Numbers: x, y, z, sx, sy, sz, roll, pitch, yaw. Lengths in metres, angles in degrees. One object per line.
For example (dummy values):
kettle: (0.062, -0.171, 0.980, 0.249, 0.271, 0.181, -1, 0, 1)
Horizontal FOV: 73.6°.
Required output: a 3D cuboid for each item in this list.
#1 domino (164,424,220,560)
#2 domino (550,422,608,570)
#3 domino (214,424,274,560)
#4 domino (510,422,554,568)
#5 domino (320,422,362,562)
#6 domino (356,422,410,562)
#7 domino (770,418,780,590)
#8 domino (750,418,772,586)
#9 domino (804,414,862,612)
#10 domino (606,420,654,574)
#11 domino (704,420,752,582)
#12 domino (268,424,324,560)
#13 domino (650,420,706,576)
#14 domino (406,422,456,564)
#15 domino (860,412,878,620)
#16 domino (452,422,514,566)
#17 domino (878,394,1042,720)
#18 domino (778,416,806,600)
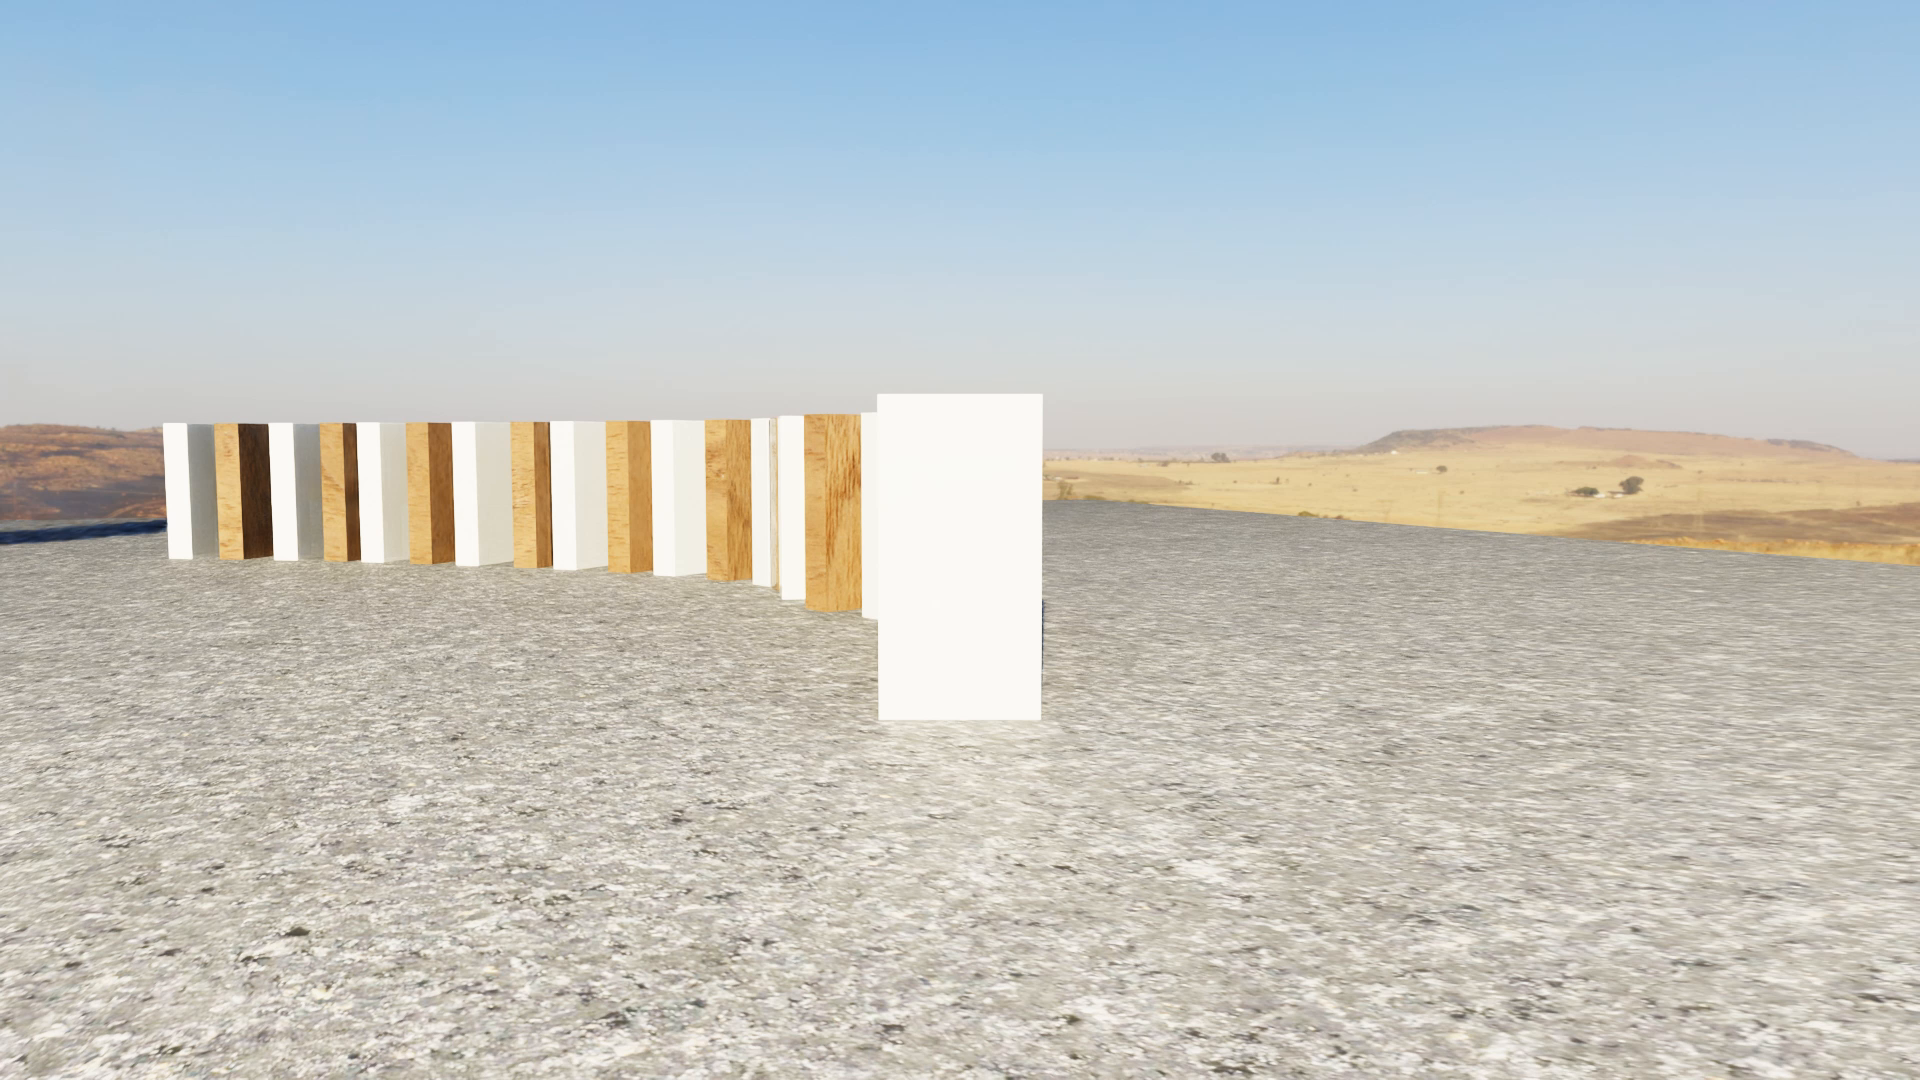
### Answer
domino: (-0.287, -0.019, 0.486, 0.009, 0.050, 0.025, 1, 4, 9)
domino: (-0.129, -0.016, 0.444, 0.010, 0.050, 0.025, 2, 5, 23)
domino: (-0.266, -0.019, 0.483, 0.010, 0.050, 0.025, 1, 4, 8)
domino: (-0.145, -0.016, 0.450, 0.010, 0.050, 0.025, 2, 5, 20)
domino: (-0.223, -0.018, 0.475, 0.009, 0.050, 0.025, 1, 4, 13)
domino: (-0.208, -0.018, 0.471, 0.009, 0.050, 0.025, 1, 4, 16)
domino: (-0.043, -0.011, 0.378, 0.025, 0.050, 0.010, -1, 5, -18)
domino: (-0.050, -0.012, 0.392, 0.025, 0.050, 0.009, -3, 6, -39)
domino: (-0.027, -0.008, 0.334, 0.025, 0.050, 0.009, -4, 6, -40)
domino: (-0.107, -0.015, 0.433, 0.009, 0.050, 0.025, 2, 5, 28)
domino: (-0.068, -0.013, 0.408, 0.010, 0.050, 0.025, 3, 5, 36)
domino: (-0.244, -0.018, 0.479, 0.009, 0.050, 0.025, 1, 4, 9)
domino: (-0.089, -0.014, 0.423, 0.009, 0.050, 0.025, 3, 5, 33)
domino: (-0.187, -0.017, 0.465, 0.009, 0.050, 0.025, 1, 5, 18)
domino: (-0.012, -0.006, 0.318, 0.025, 0.050, 0.009, -4, 6, -41)
domino: (-0.168, -0.017, 0.458, 0.009, 0.050, 0.025, 1, 5, 18)
domino: (0.000, 0.002, 0.201, 0.025, 0.050, 0.009, 0, 4, 0)
domino: (-0.037, -0.009, 0.357, 0.025, 0.050, 0.009, -1, 4, -13)
